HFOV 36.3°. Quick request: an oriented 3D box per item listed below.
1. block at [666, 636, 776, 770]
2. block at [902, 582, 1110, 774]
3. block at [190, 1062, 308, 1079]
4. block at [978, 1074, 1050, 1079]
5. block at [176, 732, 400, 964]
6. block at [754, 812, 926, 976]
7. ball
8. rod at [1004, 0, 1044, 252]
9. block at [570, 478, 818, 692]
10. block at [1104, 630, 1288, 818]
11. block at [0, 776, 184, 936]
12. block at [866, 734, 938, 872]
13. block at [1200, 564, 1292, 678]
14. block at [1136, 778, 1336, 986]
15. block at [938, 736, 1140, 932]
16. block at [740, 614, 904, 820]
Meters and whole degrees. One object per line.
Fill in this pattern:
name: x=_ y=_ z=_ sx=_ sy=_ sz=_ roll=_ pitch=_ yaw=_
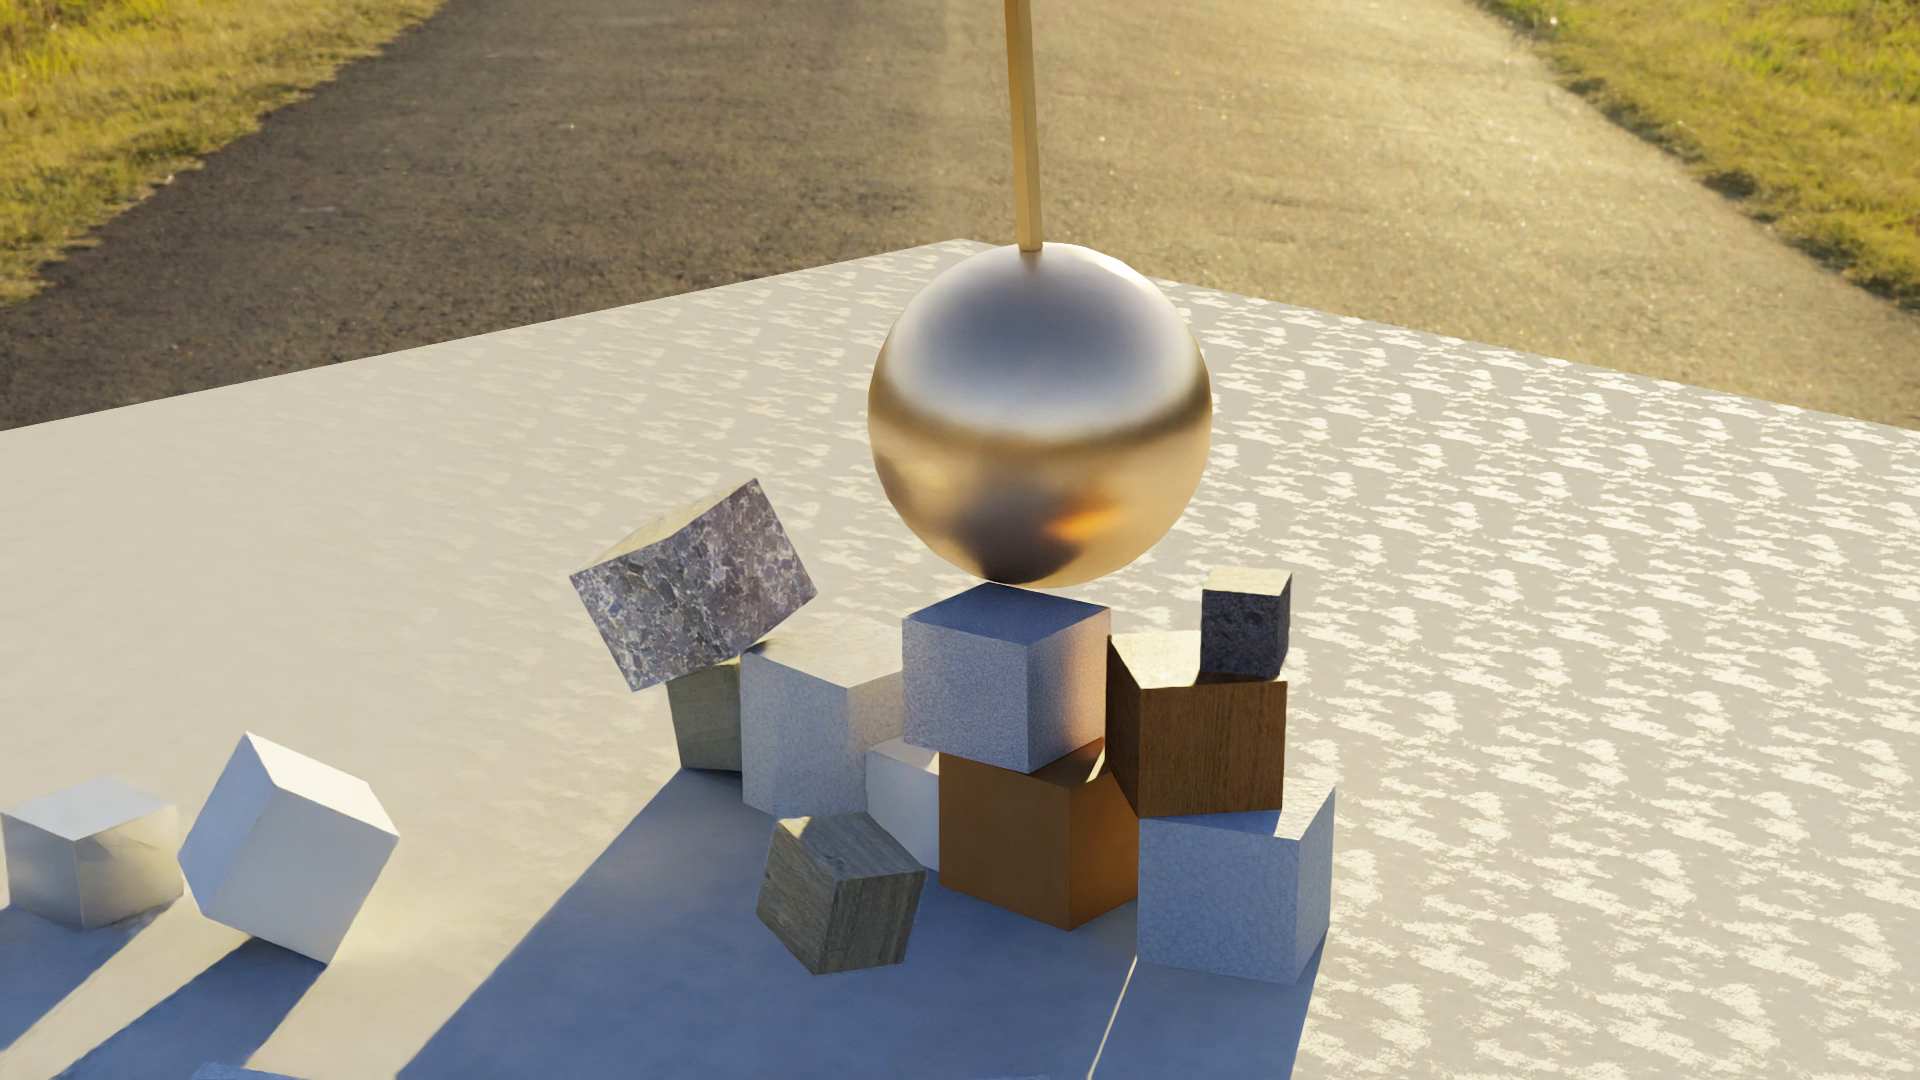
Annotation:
block: x=-1.044 y=0.810 z=14.671 sx=0.579 sy=0.540 sz=0.566 roll=-17 pitch=10 yaw=-42
block: x=0.212 y=0.607 z=13.172 sx=0.686 sy=0.593 sz=0.646 roll=11 pitch=21 yaw=35
block: x=-2.615 y=2.202 z=10.584 sx=0.439 sy=0.395 sz=0.429 roll=6 pitch=27 yaw=18
block: x=0.101 y=2.166 z=10.307 sx=0.458 sy=0.473 sz=0.387 roll=-4 pitch=0 yaw=2
block: x=-2.912 y=1.327 z=12.687 sx=0.604 sy=0.634 sz=0.672 roll=28 pitch=3 yaw=-29
block: x=-0.478 y=1.401 z=11.672 sx=0.424 sy=0.434 sz=0.465 roll=-2 pitch=27 yaw=-36
ball: x=0.369 y=-0.574 z=13.549 sx=1.600 sy=1.600 sz=1.600 roll=0 pitch=17 yaw=0
rod: x=0.160 y=-3.742 z=12.333 sx=0.080 sy=5.200 sz=0.080 roll=17 pitch=29 yaw=42
block: x=-1.297 y=0.220 z=14.307 sx=0.751 sy=0.654 sz=0.703 roll=-19 pitch=13 yaw=41
block: x=1.008 y=0.780 z=12.652 sx=0.632 sy=0.586 sz=0.668 roll=-3 pitch=18 yaw=-9
block: x=-3.882 y=1.404 z=13.130 sx=0.537 sy=0.447 sz=0.541 roll=13 pitch=22 yaw=36
block: x=-0.050 y=1.193 z=13.754 sx=0.570 sy=0.477 sz=0.525 roll=-17 pitch=24 yaw=-42
block: x=1.214 y=0.342 z=12.469 sx=0.327 sy=0.363 sz=0.333 roll=5 pitch=18 yaw=14
block: x=1.196 y=1.434 z=12.672 sx=0.693 sy=0.665 sz=0.653 roll=6 pitch=19 yaw=19
block: x=0.419 y=1.246 z=13.259 sx=0.761 sy=0.672 sz=0.694 roll=15 pitch=23 yaw=39
block: x=-0.523 y=0.904 z=14.141 sx=0.742 sy=0.797 sz=0.766 roll=-16 pitch=24 yaw=-42
